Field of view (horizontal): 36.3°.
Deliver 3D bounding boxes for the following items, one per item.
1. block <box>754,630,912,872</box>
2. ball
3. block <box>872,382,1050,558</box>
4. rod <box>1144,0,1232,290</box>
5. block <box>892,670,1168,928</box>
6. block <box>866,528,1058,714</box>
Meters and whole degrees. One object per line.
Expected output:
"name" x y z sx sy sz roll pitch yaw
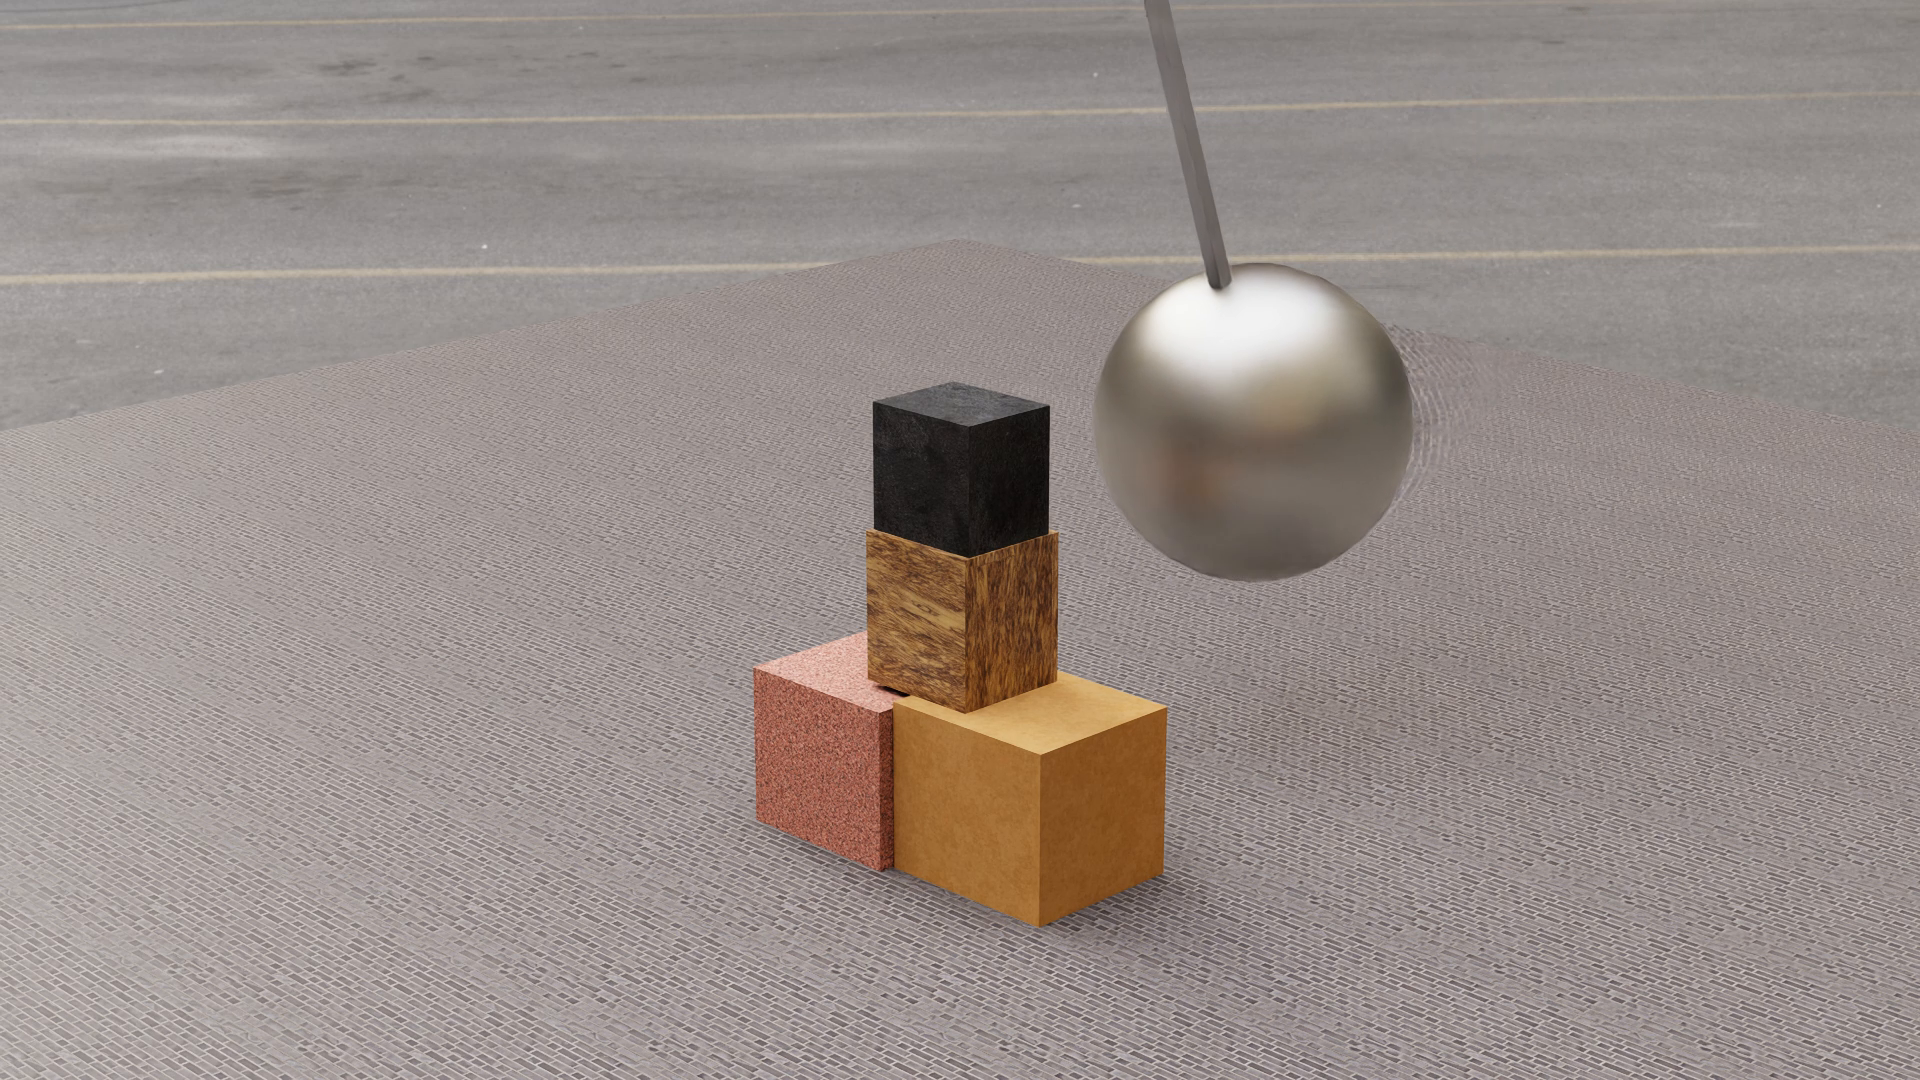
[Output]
"block" -0.343 0.964 13.976 0.930 0.780 0.863 -17 24 -42
"ball" 1.467 -0.587 14.695 1.600 1.600 1.600 0 17 0
"block" 0.005 -0.326 13.244 0.514 0.603 0.611 -17 24 -42
"rod" 0.636 -3.382 12.945 0.080 5.200 0.080 17 44 42
"block" 0.315 1.132 13.381 0.830 0.817 0.922 -17 24 -42
"block" 0.011 0.304 13.449 0.603 0.722 0.638 -17 24 -42
